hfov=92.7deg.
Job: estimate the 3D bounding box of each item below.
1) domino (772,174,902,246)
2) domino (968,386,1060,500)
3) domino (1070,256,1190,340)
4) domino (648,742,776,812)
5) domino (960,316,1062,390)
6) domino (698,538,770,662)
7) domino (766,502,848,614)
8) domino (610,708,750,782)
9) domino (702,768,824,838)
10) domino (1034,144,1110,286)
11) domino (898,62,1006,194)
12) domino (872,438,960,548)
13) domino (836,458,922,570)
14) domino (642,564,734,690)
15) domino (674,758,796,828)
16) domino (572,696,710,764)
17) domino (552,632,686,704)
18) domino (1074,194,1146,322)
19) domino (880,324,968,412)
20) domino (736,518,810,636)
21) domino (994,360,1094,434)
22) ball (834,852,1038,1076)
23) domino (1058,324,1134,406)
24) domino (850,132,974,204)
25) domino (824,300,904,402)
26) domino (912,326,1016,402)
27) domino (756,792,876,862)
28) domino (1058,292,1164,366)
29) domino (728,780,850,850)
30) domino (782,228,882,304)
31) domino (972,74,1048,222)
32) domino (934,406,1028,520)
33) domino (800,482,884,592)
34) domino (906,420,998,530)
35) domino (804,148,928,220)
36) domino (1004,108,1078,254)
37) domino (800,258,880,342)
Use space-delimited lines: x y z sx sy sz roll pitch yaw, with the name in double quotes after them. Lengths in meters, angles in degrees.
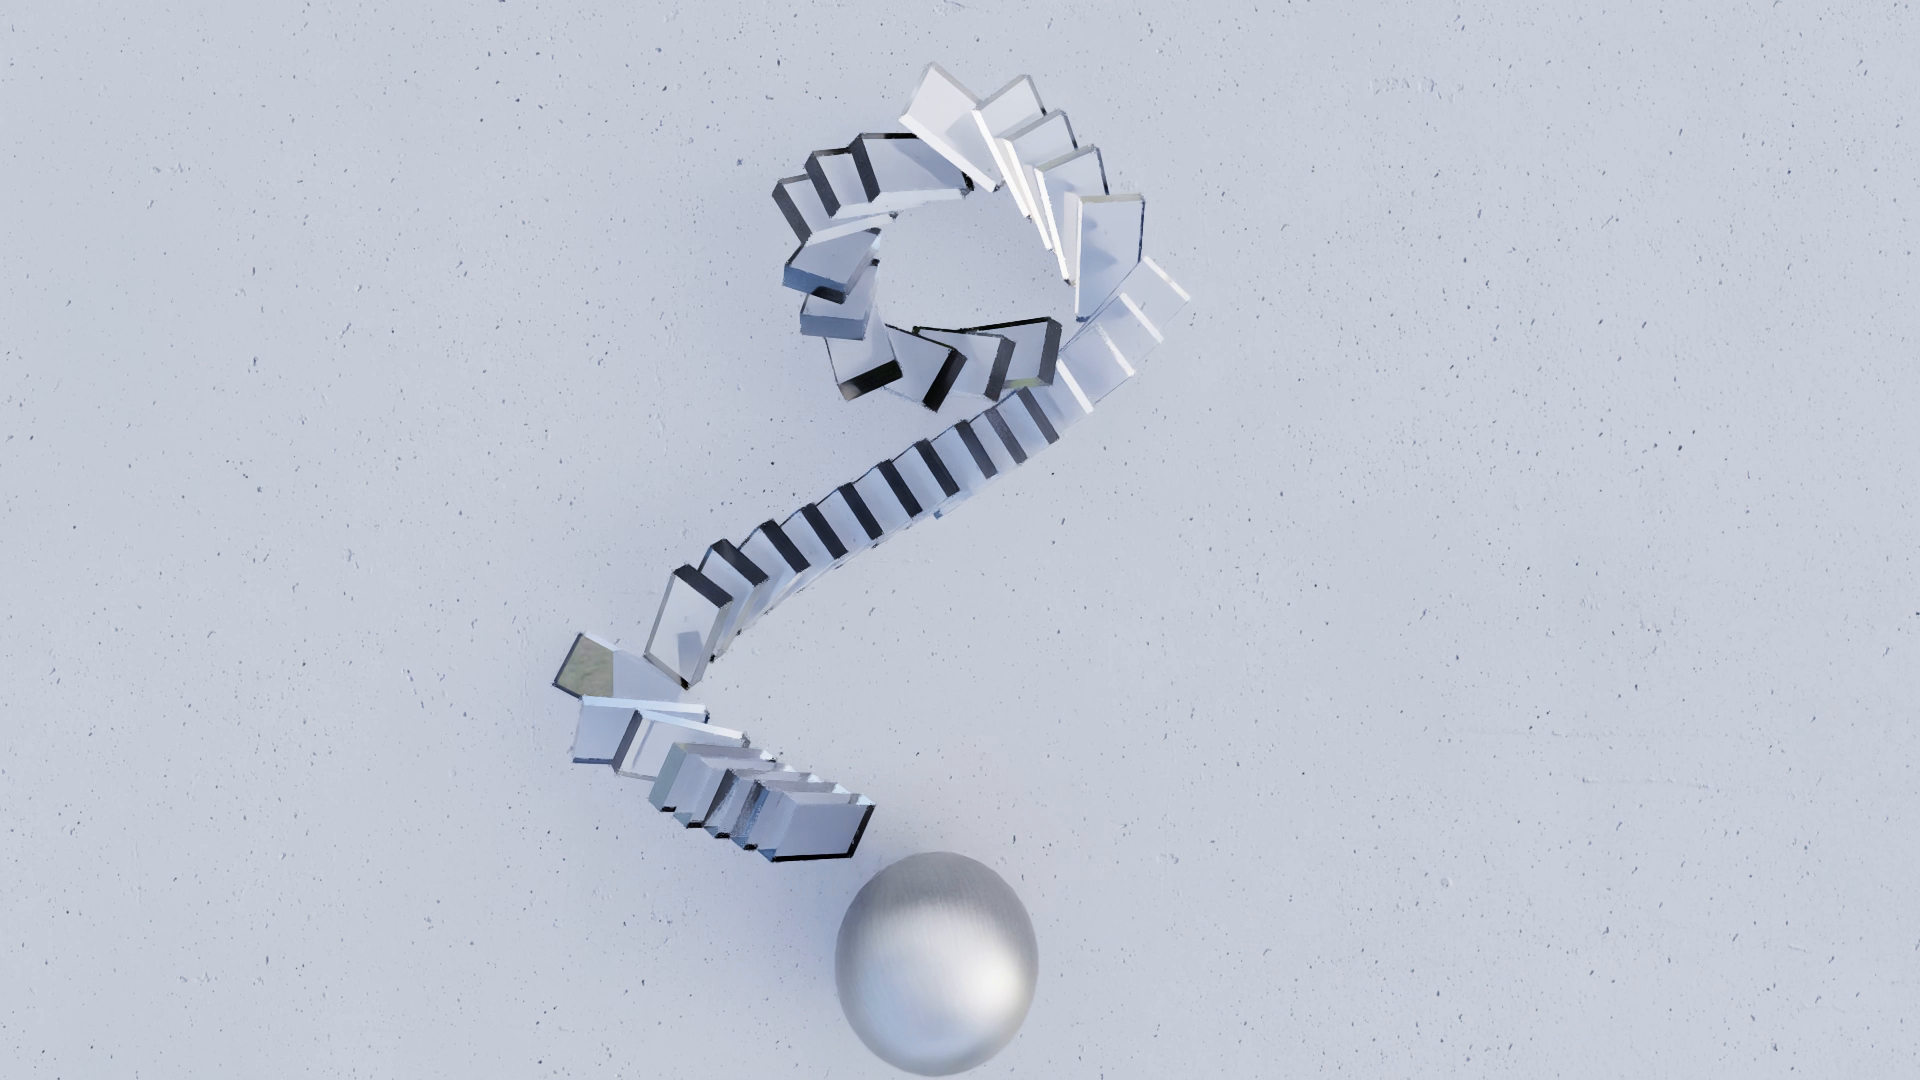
-0.050 -0.141 0.381 0.050 0.010 0.025 -31 89 -37 "domino"
0.015 -0.039 0.381 0.050 0.009 0.025 -33 90 39 "domino"
0.069 -0.090 0.382 0.025 0.009 0.050 43 123 -1 "domino"
-0.101 0.098 0.377 0.009 0.050 0.025 24 90 36 "domino"
0.018 -0.076 0.378 0.050 0.009 0.025 4 82 43 "domino"
-0.101 0.026 0.381 0.025 0.009 0.050 40 123 6 "domino"
-0.071 0.008 0.382 0.050 0.010 0.025 -36 89 34 "domino"
-0.115 0.088 0.381 0.050 0.010 0.025 25 90 -39 "domino"
-0.080 0.109 0.377 0.009 0.050 0.025 24 90 36 "domino"
0.050 -0.134 0.381 0.025 0.009 0.050 -23 128 -1 "domino"
0.002 -0.172 0.383 0.050 0.010 0.025 29 84 -27 "domino"
-0.025 -0.019 0.380 0.050 0.010 0.025 -32 90 39 "domino"
-0.041 -0.010 0.381 0.050 0.009 0.025 -33 90 37 "domino"
-0.113 0.037 0.381 0.025 0.010 0.050 35 122 9 "domino"
-0.091 0.104 0.377 0.009 0.050 0.025 24 90 36 "domino"
-0.133 0.081 0.382 0.050 0.009 0.025 11 99 -28 "domino"
-0.146 0.062 0.395 0.050 0.010 0.025 28 90 0 "domino"
0.062 -0.117 0.381 0.025 0.009 0.050 -3 128 0 "domino"
-0.022 -0.072 0.379 0.050 0.009 0.025 30 90 44 "domino"
-0.086 0.016 0.381 0.025 0.010 0.050 51 124 3 "domino"
0.028 -0.050 0.383 0.050 0.009 0.025 -34 90 32 "domino"
-0.009 0.164 0.360 0.080 0.080 0.080 0 90 0 "ball"
0.045 -0.064 0.382 0.050 0.010 0.025 -36 94 32 "domino"
-0.019 -0.155 0.381 0.050 0.009 0.025 -20 90 -37 "domino"
-0.042 -0.080 0.379 0.025 0.009 0.050 -23 48 4 "domino"
-0.002 -0.074 0.380 0.050 0.010 0.025 17 90 40 "domino"
-0.058 0.118 0.377 0.009 0.050 0.025 24 90 36 "domino"
0.057 -0.076 0.382 0.025 0.010 0.050 49 122 -2 "domino"
-0.069 0.113 0.377 0.009 0.050 0.025 24 90 36 "domino"
-0.052 -0.117 0.379 0.025 0.050 0.010 18 135 1 "domino"
0.028 -0.163 0.382 0.025 0.009 0.050 -36 125 -1 "domino"
0.002 -0.031 0.381 0.050 0.010 0.025 -33 90 39 "domino"
-0.057 0.000 0.382 0.050 0.009 0.025 -33 90 34 "domino"
-0.010 -0.026 0.379 0.050 0.010 0.025 -30 92 39 "domino"
-0.037 -0.150 0.381 0.050 0.010 0.025 -25 87 -37 "domino"
0.040 -0.149 0.382 0.025 0.009 0.050 -30 125 0 "domino"
-0.049 -0.101 0.379 0.025 0.050 0.009 6 134 0 "domino"
